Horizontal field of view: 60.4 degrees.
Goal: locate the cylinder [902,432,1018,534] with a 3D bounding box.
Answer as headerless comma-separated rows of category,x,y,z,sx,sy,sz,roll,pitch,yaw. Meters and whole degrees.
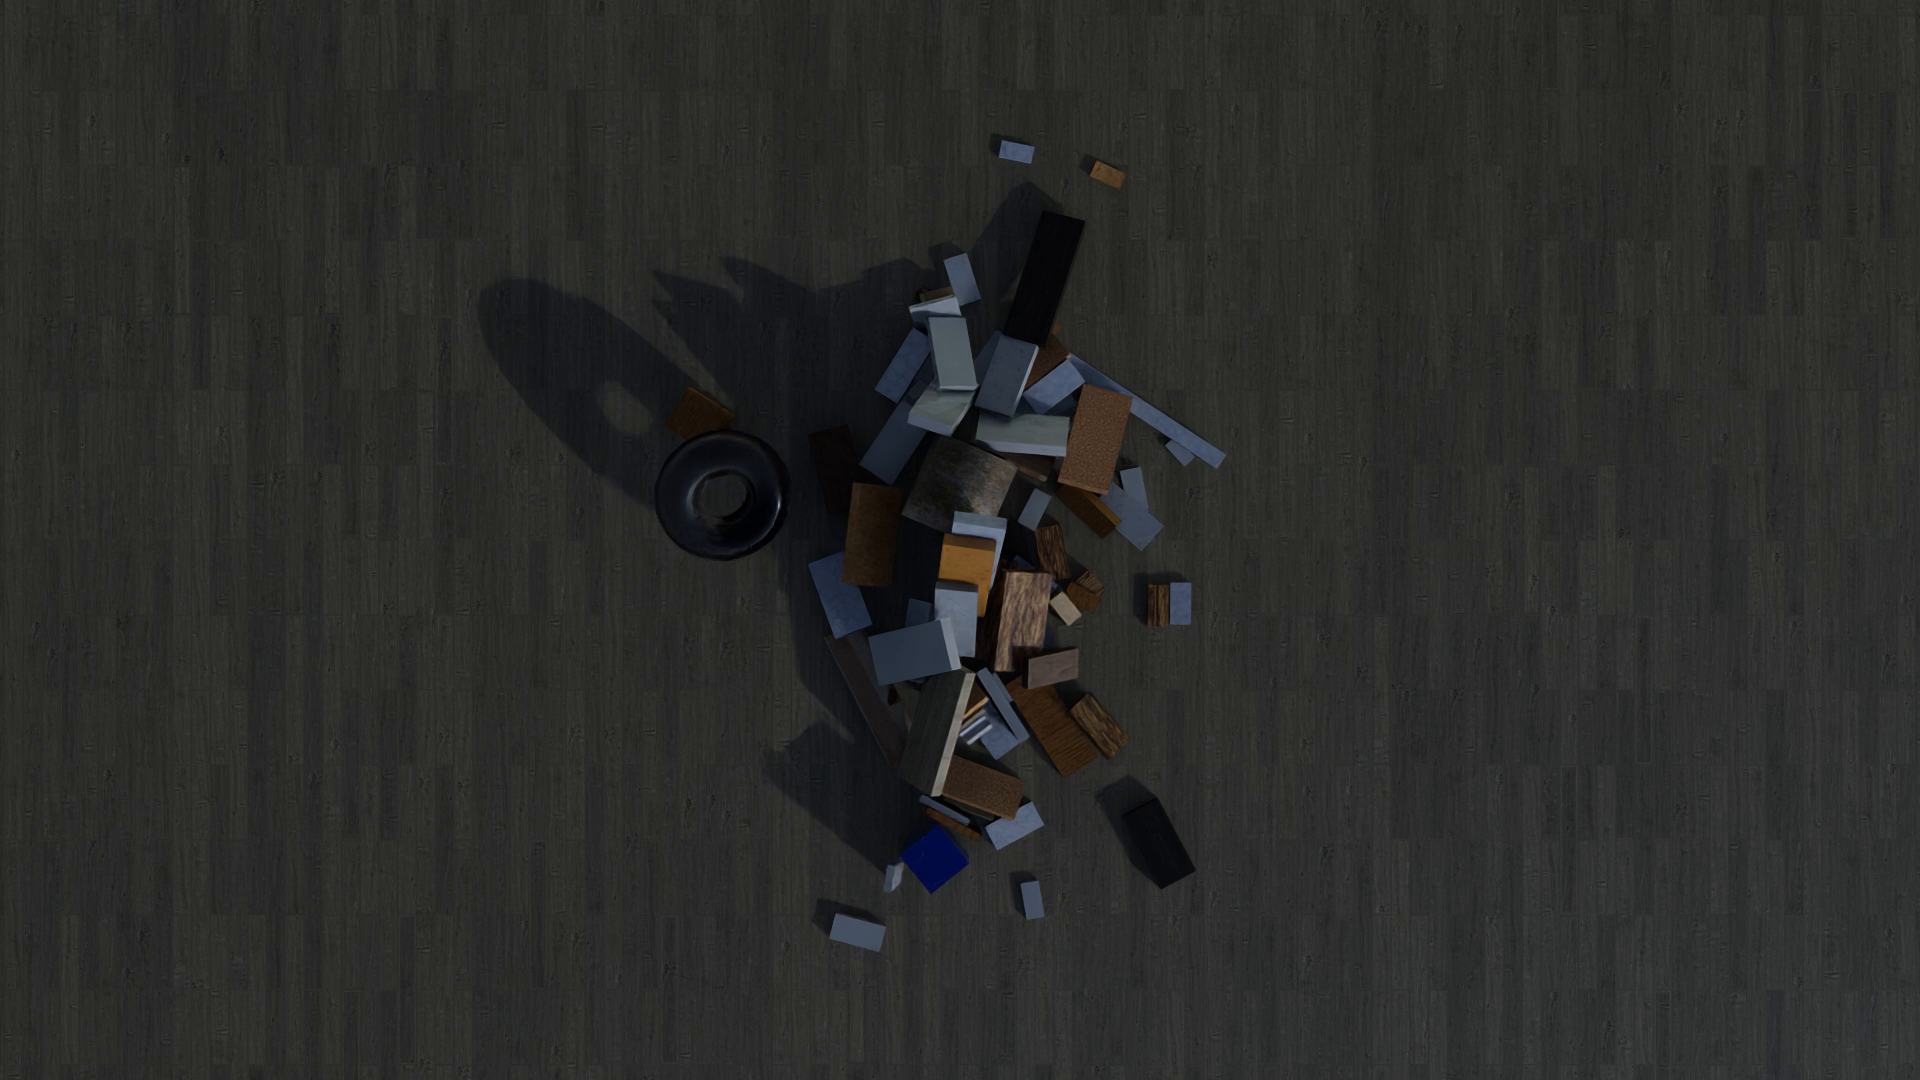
cylinder,-0.002,-0.158,5.356,0.289,0.289,0.289,23,90,0

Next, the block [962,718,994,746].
block,0.014,0.570,5.432,0.099,0.028,0.198,-37,56,-1

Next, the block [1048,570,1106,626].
block,0.389,0.193,5.487,0.182,0.026,0.091,-42,90,0

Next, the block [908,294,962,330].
block,-0.081,-0.755,5.465,0.161,0.023,0.081,-15,126,2

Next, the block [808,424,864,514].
block,-0.403,-0.233,5.455,0.136,0.039,0.273,-14,90,0

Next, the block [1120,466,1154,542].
block,0.590,-0.113,5.490,0.070,0.020,0.251,-11,90,0

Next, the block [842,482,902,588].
block,-0.289,-0.015,5.428,0.166,0.047,0.331,6,92,-36

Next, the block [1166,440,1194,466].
block,0.732,-0.295,5.493,0.047,0.013,0.095,-43,90,0

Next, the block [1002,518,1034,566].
block,0.182,0.027,5.487,0.091,0.026,0.182,-18,90,0

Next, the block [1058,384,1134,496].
block,0.443,-0.331,5.406,0.169,0.048,0.338,16,74,1

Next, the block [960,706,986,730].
block,-0.011,0.516,5.403,0.101,0.029,0.202,-37,57,-1

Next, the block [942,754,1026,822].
block,0.074,0.819,5.457,0.265,0.037,0.132,20,67,0

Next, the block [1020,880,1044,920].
block,0.241,1.198,5.491,0.061,0.017,0.122,-10,90,0

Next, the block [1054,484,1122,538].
block,0.423,-0.109,5.444,0.222,0.111,0.031,44,59,0

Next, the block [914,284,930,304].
block,-0.093,-0.802,5.492,0.112,0.016,0.056,24,90,0

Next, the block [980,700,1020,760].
block,0.100,0.620,5.469,0.099,0.028,0.198,-36,90,-1

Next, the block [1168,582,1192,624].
block,0.733,0.211,5.490,0.070,0.020,0.140,1,90,0

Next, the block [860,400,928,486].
block,-0.210,-0.323,5.469,0.128,0.036,0.256,34,95,-1

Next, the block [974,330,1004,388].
block,0.107,-0.595,5.486,0.095,0.027,0.191,35,90,0

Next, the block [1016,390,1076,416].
block,0.258,-0.459,5.461,0.222,0.031,0.111,-19,91,2

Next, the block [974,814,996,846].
block,0.098,0.948,5.491,0.061,0.017,0.122,-30,90,0

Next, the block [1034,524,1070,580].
block,0.306,0.044,5.487,0.091,0.026,0.182,-11,90,0

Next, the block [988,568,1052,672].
block,0.197,0.263,5.374,0.165,0.047,0.330,3,101,-22

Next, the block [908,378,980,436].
block,-0.050,-0.444,5.359,0.148,0.295,0.042,19,127,9

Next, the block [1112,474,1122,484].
block,0.490,-0.216,5.493,0.049,0.014,0.098,-33,90,0

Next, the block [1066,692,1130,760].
block,0.459,0.614,5.465,0.104,0.029,0.208,-41,90,-24

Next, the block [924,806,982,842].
block,-0.023,0.933,5.451,0.198,0.099,0.028,28,90,0

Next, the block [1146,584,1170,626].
block,0.659,0.218,5.490,0.070,0.020,0.140,1,90,0

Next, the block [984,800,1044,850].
block,0.179,0.948,5.475,0.178,0.025,0.089,-27,90,-8

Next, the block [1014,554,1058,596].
block,0.157,0.234,5.459,0.169,0.048,0.338,36,96,0

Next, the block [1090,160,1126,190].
block,0.493,-1.215,5.492,0.110,0.016,0.055,24,90,0

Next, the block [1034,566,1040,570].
block,0.241,0.146,5.415,0.055,0.016,0.110,34,96,-1

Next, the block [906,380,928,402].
block,-0.106,-0.465,5.467,0.130,0.018,0.065,39,82,-18

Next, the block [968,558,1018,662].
block,0.075,0.220,5.415,0.169,0.048,0.338,12,95,2

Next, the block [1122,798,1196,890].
block,0.661,1.008,5.481,0.135,0.038,0.269,-28,90,0

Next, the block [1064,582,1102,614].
block,0.404,0.191,5.466,0.117,0.017,0.059,29,90,0

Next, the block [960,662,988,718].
block,-0.002,0.477,5.386,0.101,0.029,0.202,-38,57,-2

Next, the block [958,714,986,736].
block,-0.009,0.540,5.423,0.101,0.029,0.202,-37,56,-1
